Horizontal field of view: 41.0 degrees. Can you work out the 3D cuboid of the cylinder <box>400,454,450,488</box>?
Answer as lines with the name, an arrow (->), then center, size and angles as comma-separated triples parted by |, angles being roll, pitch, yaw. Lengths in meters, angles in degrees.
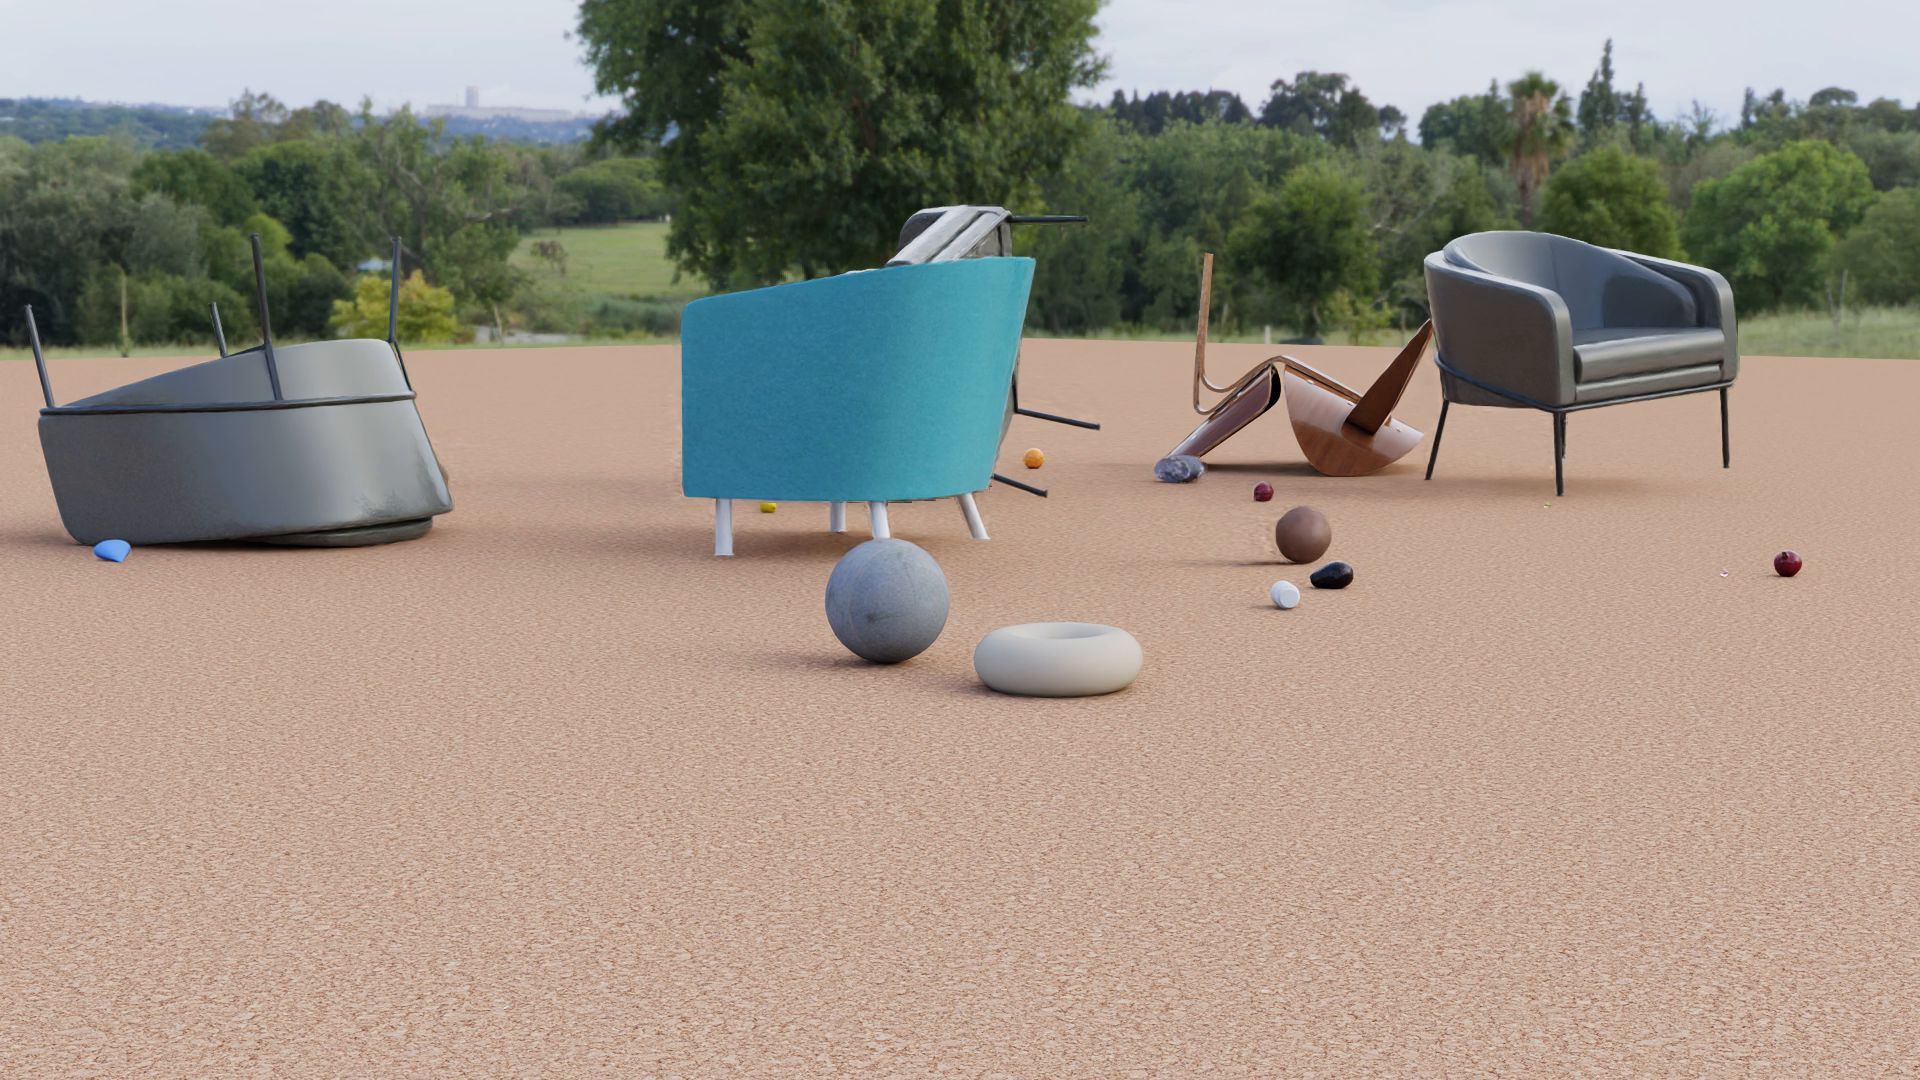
cylinder -> -1.676, -0.217, 8.036 | 0.146, 0.086, 0.081 | 22, -3, -21

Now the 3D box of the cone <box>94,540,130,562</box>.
cone -> -1.951, 0.037, 5.936 | 0.085, 0.049, 0.086 | -5, 23, -31

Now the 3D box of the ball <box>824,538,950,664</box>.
ball -> -0.124, 0.103, 4.371 | 0.213, 0.213, 0.213 | 0, 6, 0

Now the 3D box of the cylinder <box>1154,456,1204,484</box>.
cylinder -> 0.702, -0.226, 8.215 | 0.121, 0.080, 0.111 | 6, 8, 30

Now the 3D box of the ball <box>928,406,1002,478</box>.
ball -> 0.018, -0.318, 8.333 | 0.239, 0.239, 0.239 | 0, 6, 0

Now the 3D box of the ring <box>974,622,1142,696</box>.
ring -> 0.158, 0.191, 4.117 | 0.272, 0.092, 0.264 | 1, 7, 13
